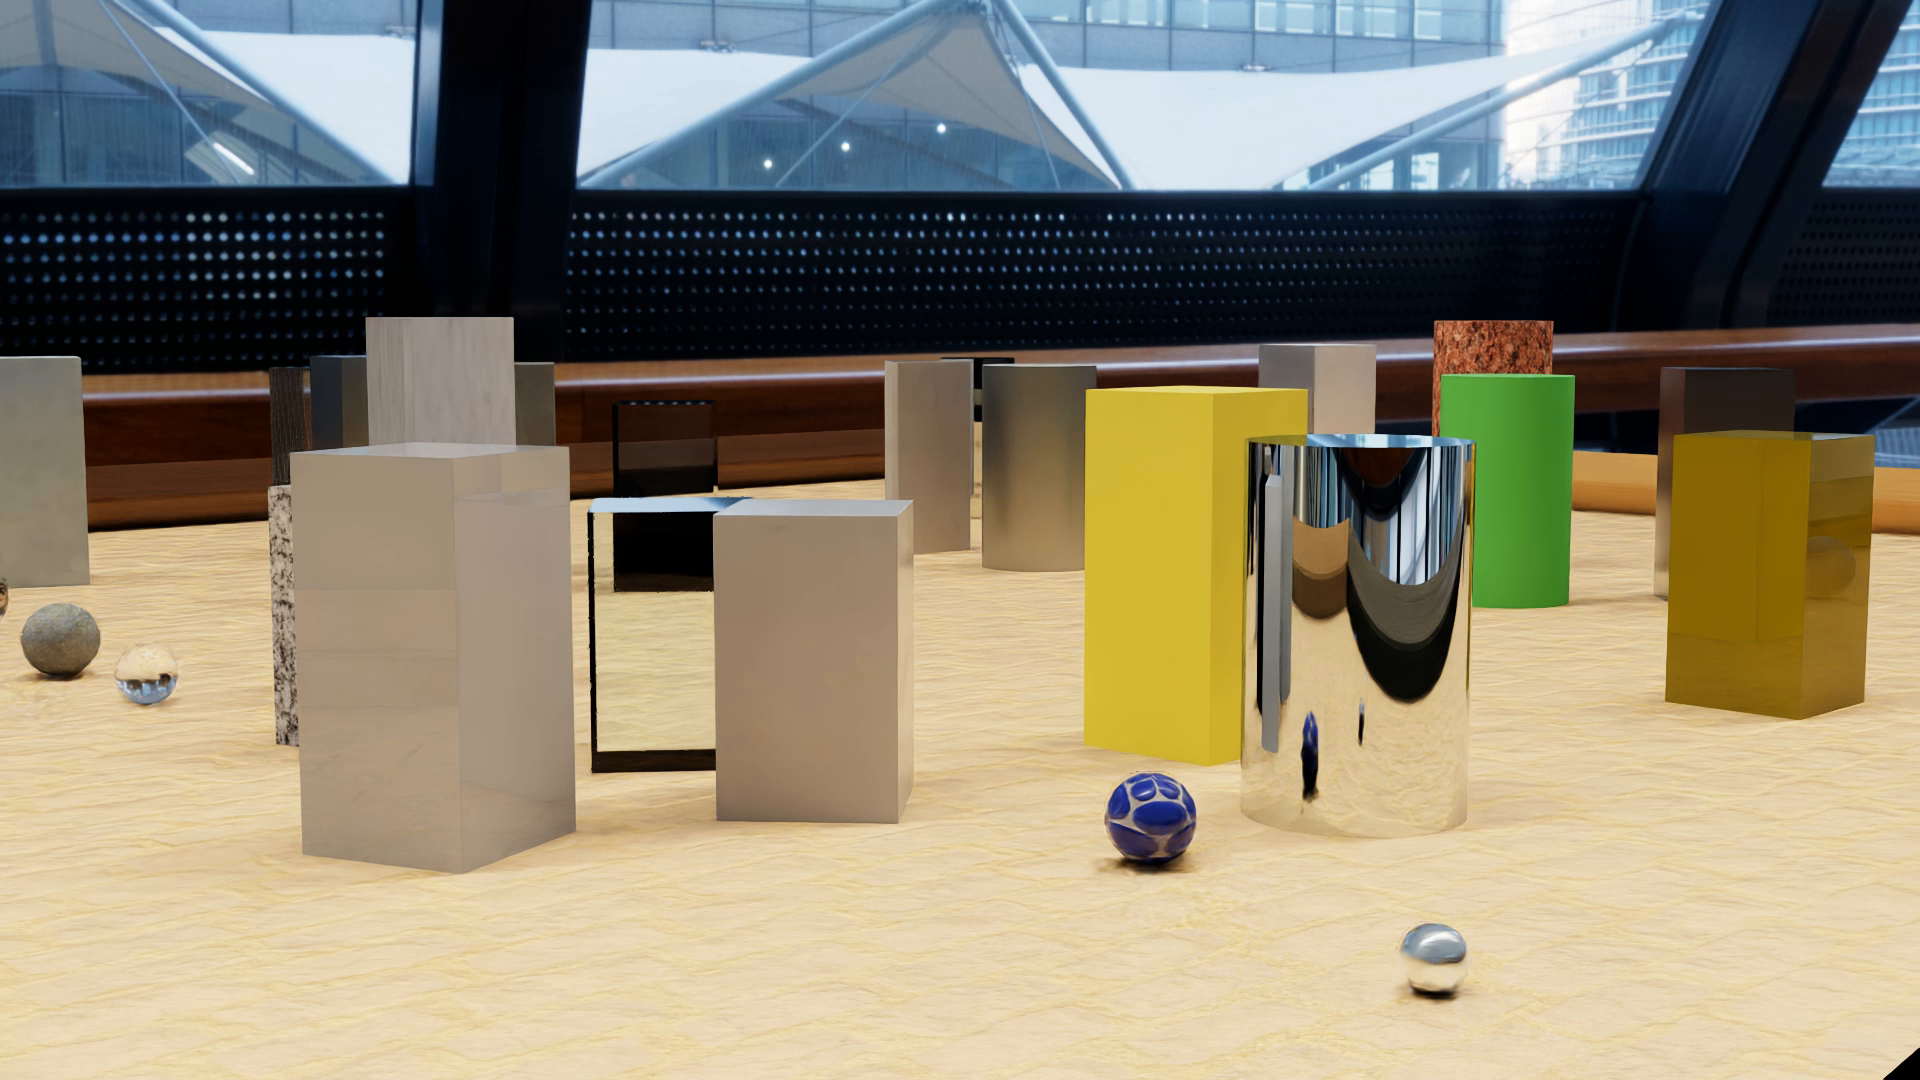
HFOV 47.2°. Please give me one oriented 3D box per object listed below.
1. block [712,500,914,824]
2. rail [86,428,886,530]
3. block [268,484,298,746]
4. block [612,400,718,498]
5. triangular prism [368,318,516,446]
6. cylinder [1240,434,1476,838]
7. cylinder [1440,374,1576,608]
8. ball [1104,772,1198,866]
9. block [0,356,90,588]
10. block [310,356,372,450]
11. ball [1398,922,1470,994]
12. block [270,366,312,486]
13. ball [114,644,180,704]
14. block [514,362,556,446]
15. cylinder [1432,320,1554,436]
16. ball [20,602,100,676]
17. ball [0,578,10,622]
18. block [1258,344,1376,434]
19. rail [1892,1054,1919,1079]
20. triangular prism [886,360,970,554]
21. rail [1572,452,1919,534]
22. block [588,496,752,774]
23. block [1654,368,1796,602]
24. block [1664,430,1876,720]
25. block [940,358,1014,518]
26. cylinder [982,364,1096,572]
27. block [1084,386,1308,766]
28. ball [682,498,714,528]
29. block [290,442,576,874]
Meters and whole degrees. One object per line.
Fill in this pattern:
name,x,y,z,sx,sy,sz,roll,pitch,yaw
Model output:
block,-0.128,0.105,1.987,0.160,0.270,0.160,0,6,4
rail,-1.362,-0.119,4.800,4.252,0.130,0.045,-5,8,-42
block,-0.597,0.075,2.285,0.160,0.266,0.160,3,7,30
block,-0.482,-0.078,3.615,0.160,0.296,0.160,0,6,-4
triangular prism,-0.643,-0.045,2.613,0.150,0.437,0.173,4,7,31
cylinder,0.351,0.078,1.946,0.200,0.332,0.200,0,6,0
cylinder,0.839,-0.080,3.385,0.200,0.346,0.200,0,6,0
ball,0.154,0.225,1.773,0.074,0.074,0.074,0,6,0
block,-1.526,-0.115,3.610,0.160,0.369,0.160,-3,7,-25
block,-0.901,-0.097,3.415,0.160,0.376,0.160,-4,7,-33
ball,0.310,0.274,1.438,0.047,0.047,0.047,0,6,0
block,-1.159,-0.148,4.069,0.160,0.342,0.160,5,8,42
ball,-0.923,0.152,2.496,0.069,0.069,0.069,0,6,0
block,-0.768,-0.121,3.736,0.160,0.356,0.160,-1,6,-9
cylinder,0.920,-0.165,3.815,0.200,0.428,0.200,0,6,0
ball,-1.099,0.122,2.689,0.090,0.090,0.090,0,6,0
ball,-1.356,0.083,3.009,0.100,0.100,0.100,0,6,0
block,0.696,-0.192,4.302,0.160,0.380,0.160,-4,7,-34
rail,1.362,0.187,1.863,4.252,0.130,0.045,-5,8,-42
triangular prism,-0.094,-0.158,4.115,0.173,0.352,0.150,-4,7,-37
rail,1.545,-0.114,4.750,0.045,0.130,4.065,-5,8,-42
block,-0.285,0.090,2.200,0.160,0.253,0.160,-1,6,-6
block,1.166,-0.083,3.362,0.160,0.358,0.160,0,6,5
block,0.919,0.033,2.498,0.160,0.306,0.160,-6,8,-44
block,0.038,-0.225,4.798,0.160,0.343,0.160,0,6,1
cylinder,0.138,-0.130,3.845,0.200,0.351,0.200,0,6,0
block,0.240,0.029,2.250,0.160,0.365,0.160,6,8,43
ball,-0.537,-0.054,4.515,0.063,0.063,0.063,0,6,0
block,-0.435,0.090,1.832,0.160,0.331,0.160,3,6,24
